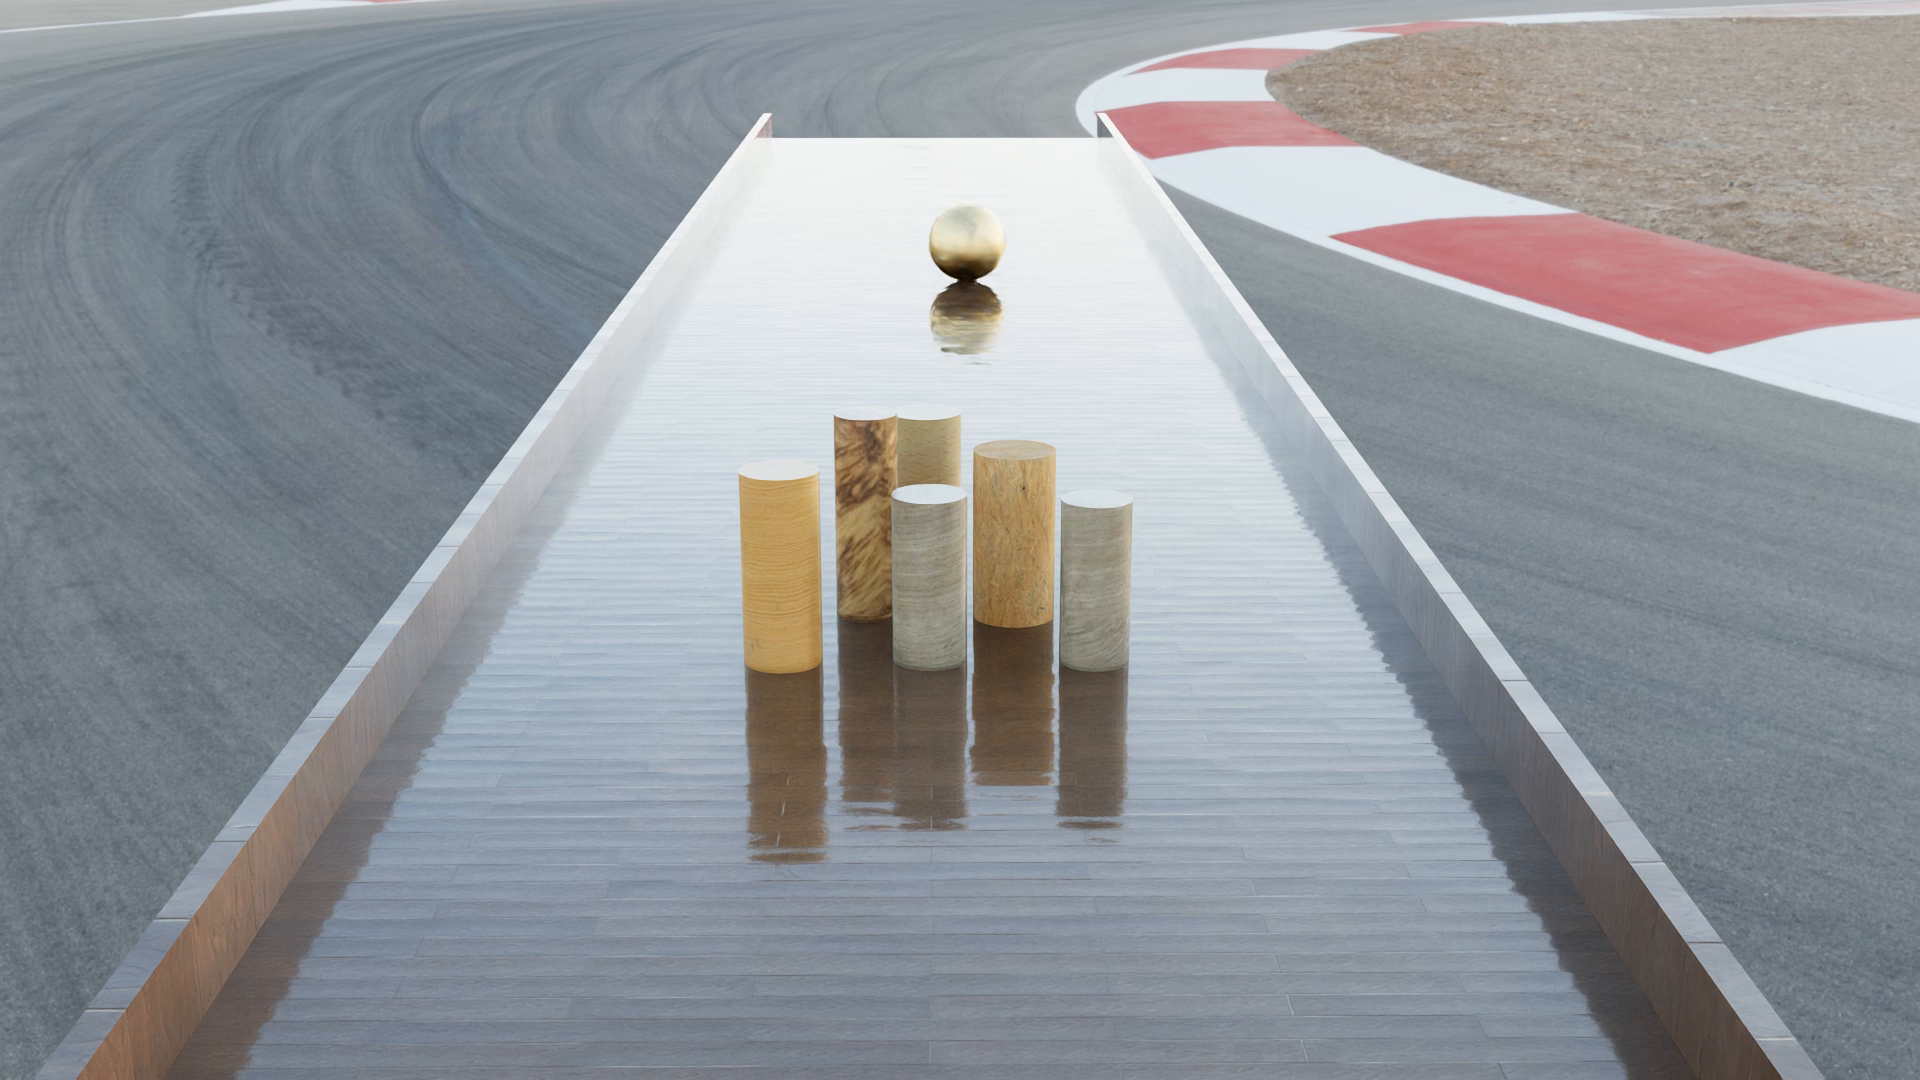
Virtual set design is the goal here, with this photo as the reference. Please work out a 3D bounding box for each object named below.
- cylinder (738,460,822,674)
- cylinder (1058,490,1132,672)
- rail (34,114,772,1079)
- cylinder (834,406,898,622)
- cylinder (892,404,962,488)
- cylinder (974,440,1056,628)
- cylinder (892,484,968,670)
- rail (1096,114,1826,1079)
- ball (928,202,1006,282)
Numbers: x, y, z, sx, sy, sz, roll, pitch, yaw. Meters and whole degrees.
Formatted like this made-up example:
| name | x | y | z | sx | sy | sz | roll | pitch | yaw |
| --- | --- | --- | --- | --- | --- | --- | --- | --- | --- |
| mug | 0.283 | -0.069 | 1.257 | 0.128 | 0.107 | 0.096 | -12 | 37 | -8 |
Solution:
| name | x | y | z | sx | sy | sz | roll | pitch | yaw |
| --- | --- | --- | --- | --- | --- | --- | --- | --- | --- |
| cylinder | -0.354 | 0.052 | 4.360 | 0.158 | 0.394 | 0.158 | 0 | 17 | 0 |
| cylinder | 0.269 | 0.080 | 4.370 | 0.141 | 0.336 | 0.141 | 0 | 17 | 0 |
| rail | -1.118 | -0.838 | 7.780 | 0.050 | 0.150 | 12.000 | 0 | 17 | -1 |
| cylinder | -0.197 | -0.055 | 4.642 | 0.133 | 0.438 | 0.133 | 0 | 17 | 0 |
| cylinder | -0.076 | -0.103 | 4.909 | 0.159 | 0.378 | 0.159 | 0 | 17 | 0 |
| cylinder | 0.114 | -0.015 | 4.639 | 0.173 | 0.363 | 0.173 | 0 | 17 | 0 |
| cylinder | -0.061 | 0.073 | 4.378 | 0.150 | 0.343 | 0.150 | 0 | 17 | 0 |
| rail | 0.932 | -0.844 | 7.801 | 0.050 | 0.150 | 12.000 | 0 | 17 | -1 |
| ball | 0.028 | -1.167 | 8.616 | 0.305 | 0.305 | 0.305 | 0 | 17 | 0 |
